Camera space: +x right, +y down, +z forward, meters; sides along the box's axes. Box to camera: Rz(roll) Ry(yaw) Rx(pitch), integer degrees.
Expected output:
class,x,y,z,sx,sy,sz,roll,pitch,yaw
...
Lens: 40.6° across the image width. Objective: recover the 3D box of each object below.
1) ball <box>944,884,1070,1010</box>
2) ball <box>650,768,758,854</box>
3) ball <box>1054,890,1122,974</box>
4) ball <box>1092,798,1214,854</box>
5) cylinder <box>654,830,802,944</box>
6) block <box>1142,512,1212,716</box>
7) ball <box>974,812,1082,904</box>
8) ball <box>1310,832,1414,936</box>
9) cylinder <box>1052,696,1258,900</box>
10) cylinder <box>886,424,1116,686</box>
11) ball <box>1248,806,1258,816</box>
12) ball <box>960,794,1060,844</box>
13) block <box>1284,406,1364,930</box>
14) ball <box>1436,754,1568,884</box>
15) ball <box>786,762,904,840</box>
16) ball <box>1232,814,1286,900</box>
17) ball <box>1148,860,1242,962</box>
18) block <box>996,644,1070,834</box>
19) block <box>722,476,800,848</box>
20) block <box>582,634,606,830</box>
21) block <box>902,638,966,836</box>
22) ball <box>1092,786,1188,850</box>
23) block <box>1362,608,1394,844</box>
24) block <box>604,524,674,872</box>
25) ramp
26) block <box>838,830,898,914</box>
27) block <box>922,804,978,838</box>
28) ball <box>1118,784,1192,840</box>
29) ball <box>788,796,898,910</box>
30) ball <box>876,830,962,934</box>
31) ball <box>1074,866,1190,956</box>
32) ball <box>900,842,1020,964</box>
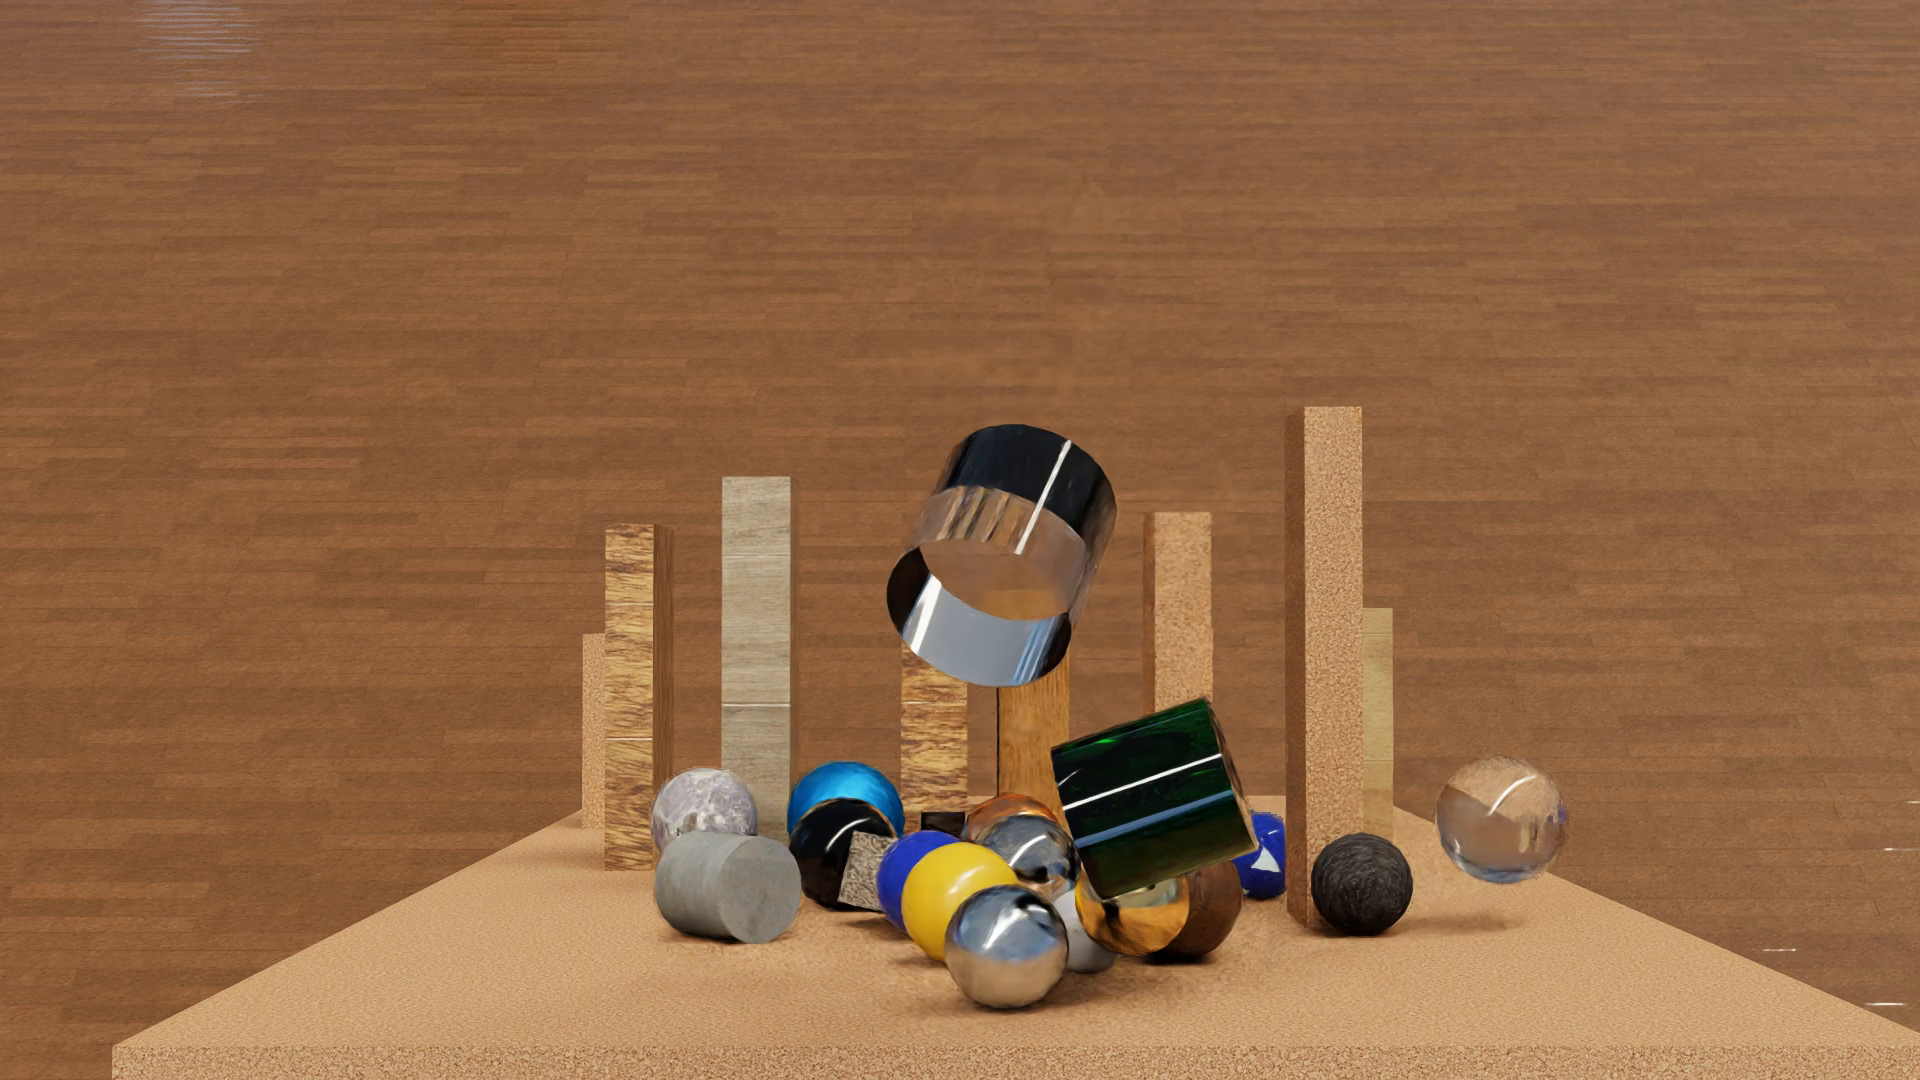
class,x,y,z,sx,sy,sz,roll,pitch,yaw
ball,0.055,0.485,3.092,0.149,0.149,0.149,0,35,0
ball,-0.421,0.464,4.278,0.176,0.176,0.176,0,35,0
ball,0.166,0.512,3.403,0.113,0.113,0.113,0,35,0
ball,0.296,0.489,3.954,0.193,0.193,0.193,0,35,0
cylinder,-0.337,0.503,3.774,0.153,0.153,0.153,-32,20,-38
block,0.482,0.293,5.786,0.124,0.695,0.372,0,-2,0
ball,0.098,0.498,3.913,0.172,0.172,0.172,0,35,0
ball,0.591,0.506,3.821,0.150,0.150,0.150,0,35,0
cylinder,0.232,0.307,3.093,0.193,0.193,0.193,-19,34,8
cylinder,0.048,0.016,2.866,0.207,0.207,0.207,10,41,13
ball,0.457,0.523,4.449,0.153,0.153,0.153,0,35,0
ball,0.083,0.489,4.124,0.171,0.171,0.171,0,35,0
block,0.563,0.195,4.027,0.086,0.785,0.244,0,-2,0
ball,0.812,0.419,3.895,0.194,0.194,0.194,0,35,0
ball,-0.191,0.468,4.339,0.197,0.197,0.197,0,35,0
ball,0.498,0.526,4.307,0.140,0.140,0.140,0,35,0
ball,0.294,0.482,3.538,0.181,0.181,0.181,0,35,0
block,0.130,0.320,4.674,0.124,0.573,0.254,0,-2,0
block,-0.344,0.249,4.497,0.115,0.705,0.251,0,-2,0
block,-0.783,0.429,5.899,0.104,0.431,0.312,0,-2,0
block,-0.043,0.353,4.589,0.110,0.502,0.430,0,-2,0
ball,0.318,0.518,4.568,0.171,0.171,0.171,0,35,0
block,0.798,0.384,5.344,0.112,0.486,0.445,0,-2,0
block,-0.612,0.295,4.975,0.088,0.641,0.353,0,-2,0
ramp,0.077,0.661,4.825,2.000,0.100,4.000,0,-2,0
block,-0.101,0.512,3.937,0.109,0.109,0.109,7,78,30
block,0.018,0.519,4.289,0.152,0.152,0.152,0,-2,3
ball,0.381,0.548,5.080,0.143,0.143,0.143,0,35,0
ball,-0.186,0.501,4.153,0.181,0.181,0.181,0,35,0
ball,-0.045,0.501,3.782,0.157,0.157,0.157,0,35,0
ball,0.218,0.453,3.289,0.148,0.148,0.148,0,35,0
ball,0.003,0.489,3.489,0.164,0.164,0.164,0,35,0
